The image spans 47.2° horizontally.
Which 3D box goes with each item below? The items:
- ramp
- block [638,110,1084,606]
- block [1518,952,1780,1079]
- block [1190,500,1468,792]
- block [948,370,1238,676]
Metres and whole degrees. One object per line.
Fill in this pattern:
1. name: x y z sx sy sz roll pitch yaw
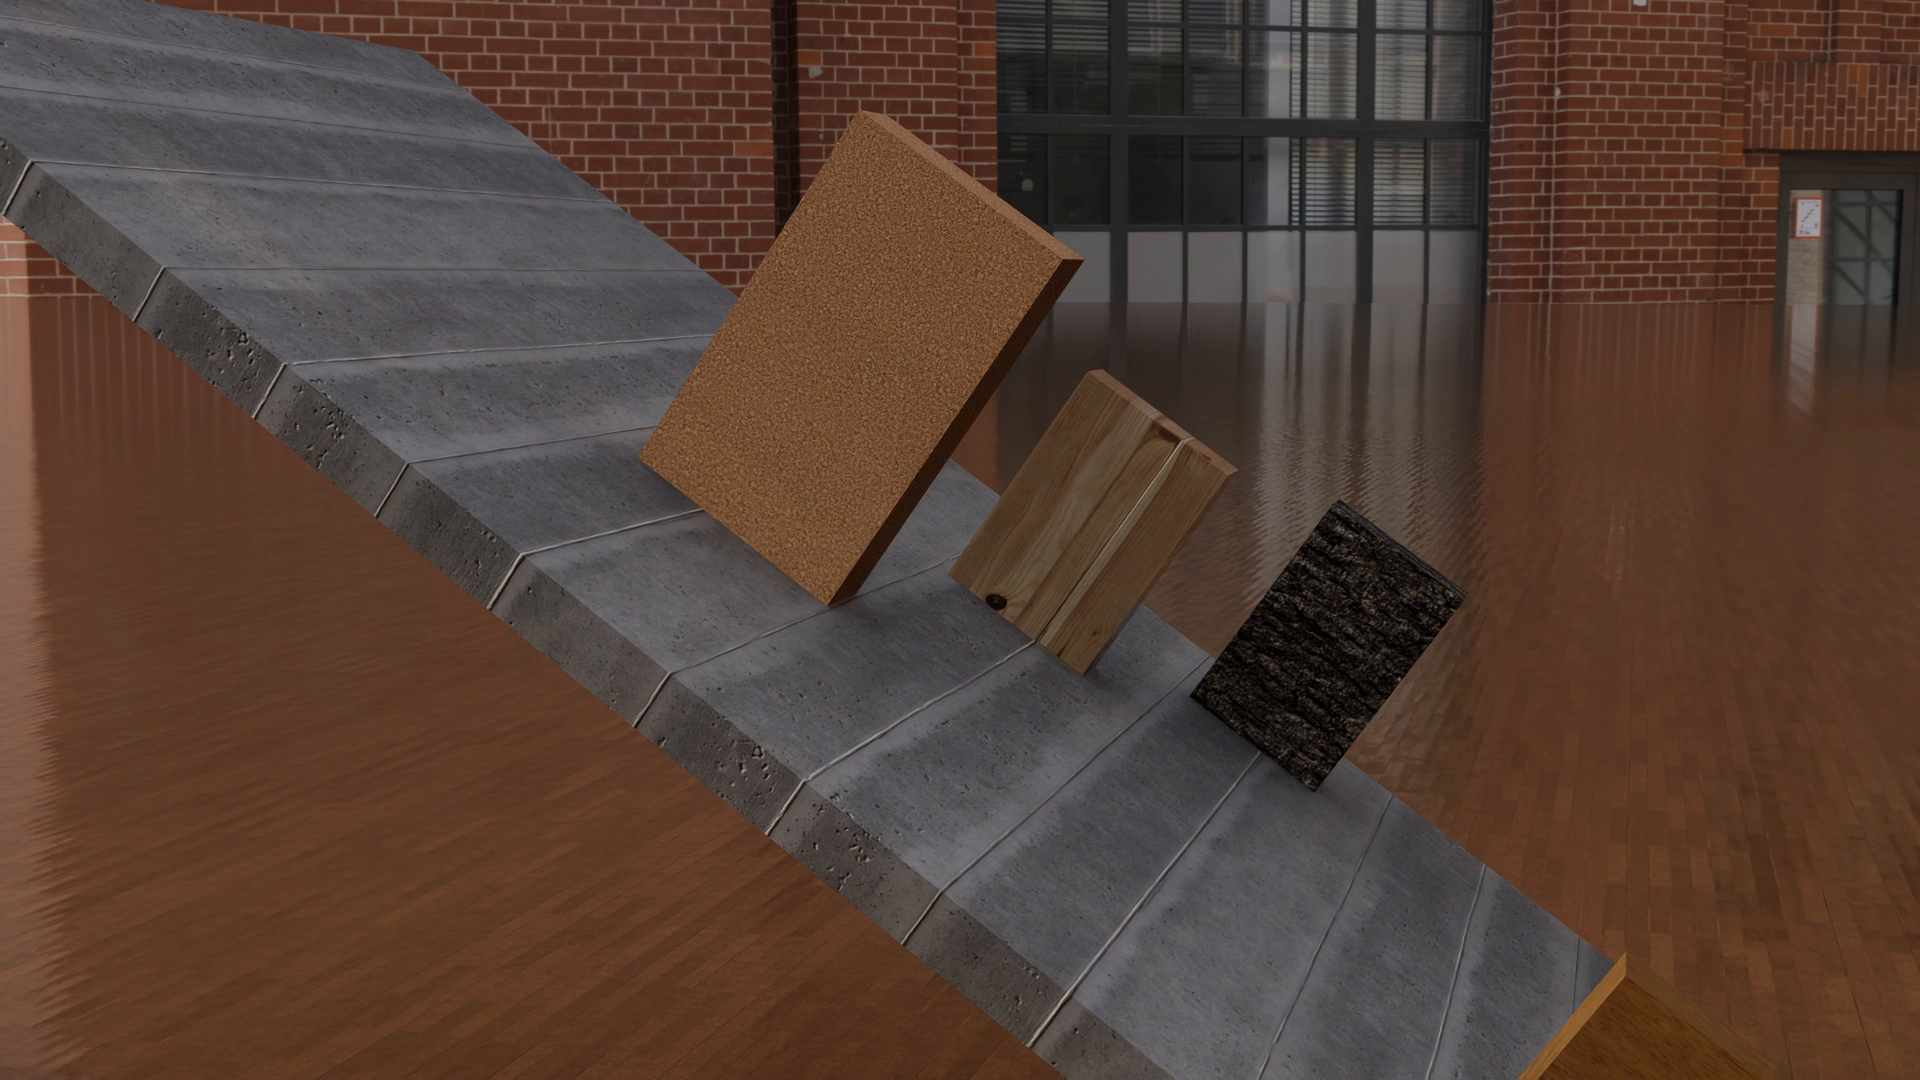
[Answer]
1. ramp: -0.089 0.160 4.081 4.000 0.100 2.000 37 16 10
2. block: -0.176 -0.308 3.760 0.428 0.716 0.145 37 16 10
3. block: 0.892 0.835 3.067 0.250 0.448 0.113 37 16 10
4. block: 0.756 0.217 4.527 0.322 0.502 0.107 37 16 10
5. block: 0.256 -0.034 4.270 0.331 0.487 0.115 37 16 10
